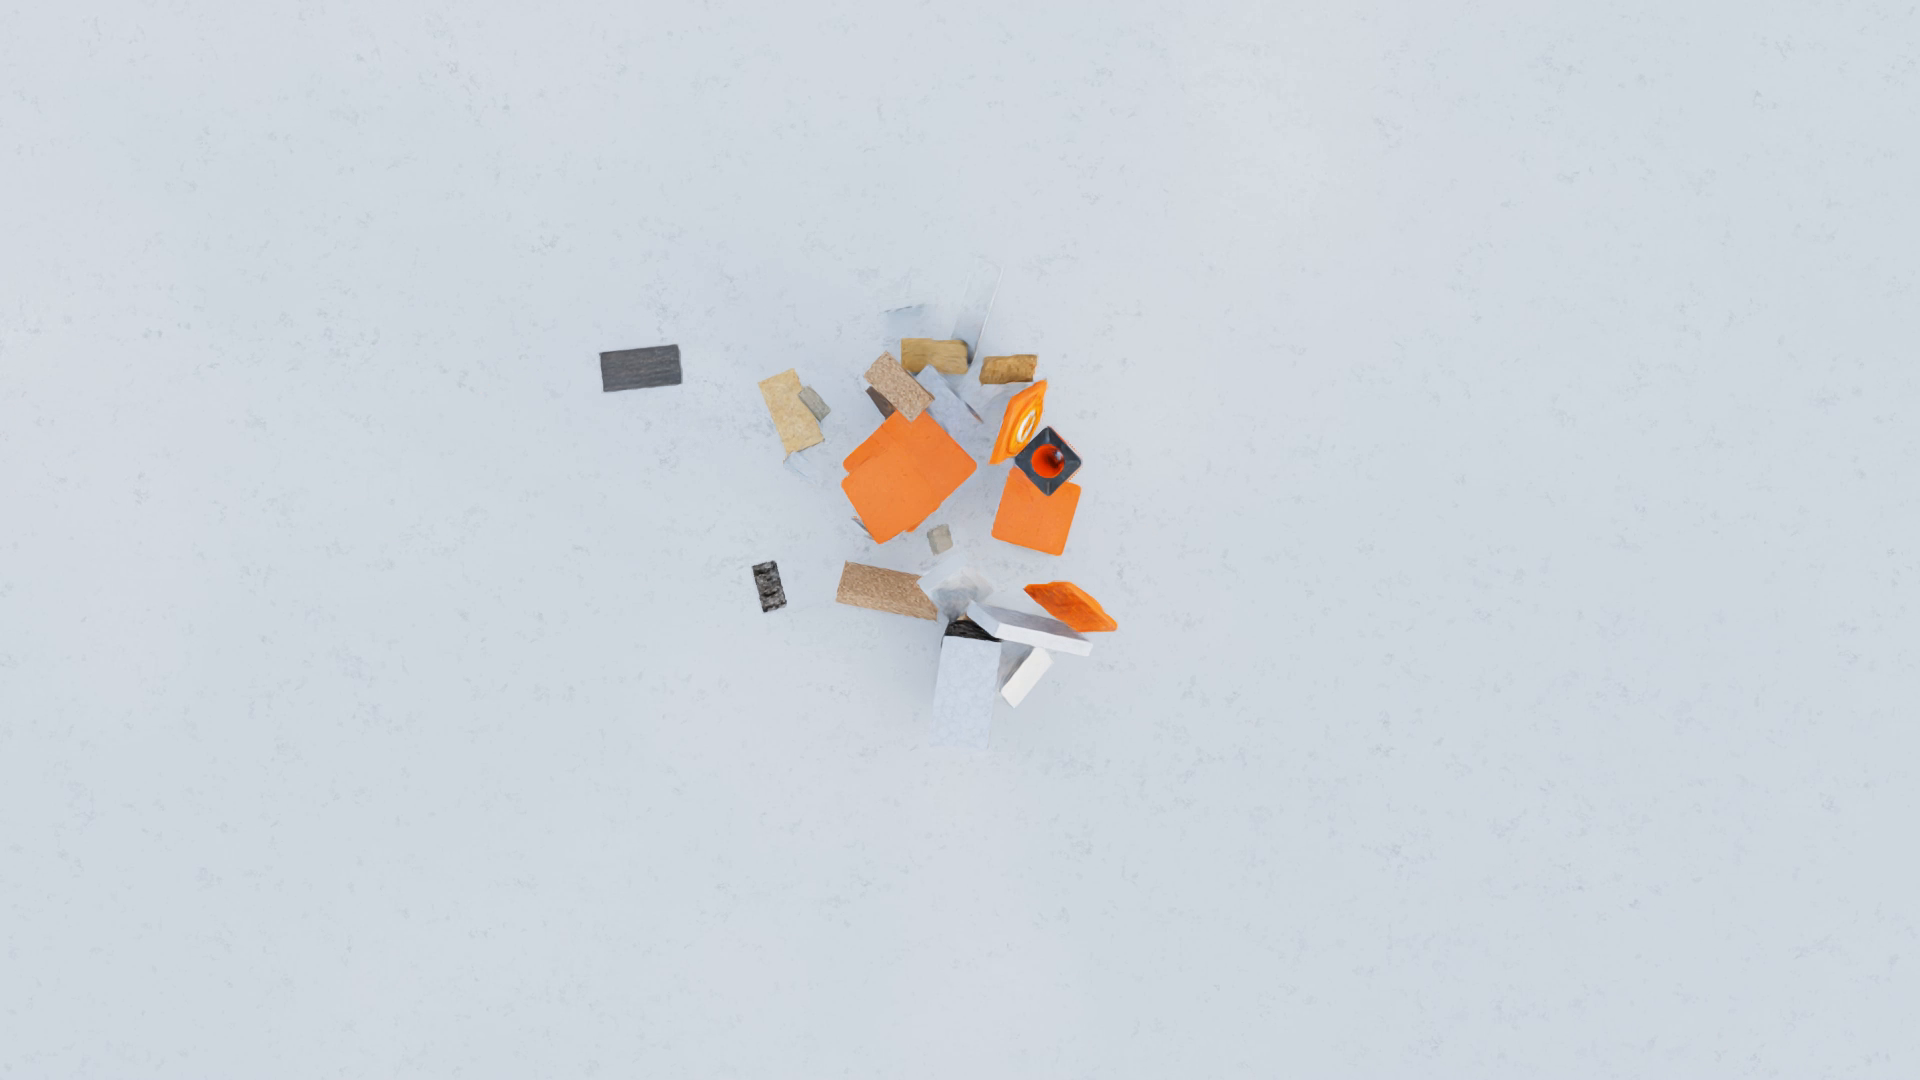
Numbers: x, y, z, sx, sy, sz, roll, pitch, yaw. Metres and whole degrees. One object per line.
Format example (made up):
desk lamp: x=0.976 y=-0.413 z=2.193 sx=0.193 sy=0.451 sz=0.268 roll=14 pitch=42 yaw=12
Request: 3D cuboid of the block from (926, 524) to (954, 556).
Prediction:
block: x=-0.065 y=-0.002 z=5.417 sx=0.023 sy=0.160 sz=0.080 roll=-13 pitch=95 yaw=19

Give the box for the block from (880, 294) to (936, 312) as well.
block: x=-0.173 y=-0.782 z=5.451 sx=0.182 sy=0.091 sz=0.026 roll=-11 pitch=96 yaw=-1

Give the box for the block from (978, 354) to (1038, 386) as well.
block: x=0.156 y=-0.549 z=5.306 sx=0.182 sy=0.026 sz=0.091 roll=-7 pitch=133 yaw=-23

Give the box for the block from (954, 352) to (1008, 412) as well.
block: x=0.069 y=-0.505 z=5.447 sx=0.217 sy=0.031 sz=0.108 roll=-40 pitch=93 yaw=19

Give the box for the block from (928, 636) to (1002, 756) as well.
block: x=0.015 y=0.464 z=4.925 sx=0.176 sy=0.050 sz=0.352 roll=7 pitch=62 yaw=3

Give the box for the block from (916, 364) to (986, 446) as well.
block: x=-0.048 y=-0.446 z=5.456 sx=0.111 sy=0.031 sz=0.272 roll=-41 pitch=93 yaw=24

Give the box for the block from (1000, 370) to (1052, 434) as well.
block: x=0.219 y=-0.455 z=5.443 sx=0.031 sy=0.111 sz=0.221 roll=36 pitch=90 yaw=13

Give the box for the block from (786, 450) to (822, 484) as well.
block: x=-0.518 y=-0.241 z=5.456 sx=0.114 sy=0.016 sz=0.057 roll=34 pitch=53 yaw=-18

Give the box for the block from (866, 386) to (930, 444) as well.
block: x=-0.207 y=-0.439 z=5.485 sx=0.108 sy=0.031 sz=0.217 roll=-35 pitch=90 yaw=0

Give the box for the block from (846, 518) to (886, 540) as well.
block: x=-0.307 y=-0.035 z=5.411 sx=0.080 sy=0.160 sz=0.023 roll=40 pitch=100 yaw=16

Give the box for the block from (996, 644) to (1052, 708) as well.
block: x=0.211 y=0.444 z=5.427 sx=0.209 sy=0.030 sz=0.104 roll=-49 pitch=132 yaw=-16

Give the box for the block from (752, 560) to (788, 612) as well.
block: x=-0.634 y=0.155 z=5.489 sx=0.080 sy=0.023 sz=0.160 roll=-14 pitch=90 yaw=0

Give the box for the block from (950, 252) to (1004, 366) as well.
block: x=0.047 y=-0.740 z=5.331 sx=0.091 sy=0.429 sz=0.026 roll=25 pitch=47 yaw=5

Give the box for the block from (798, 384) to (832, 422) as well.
block: x=-0.482 y=-0.453 z=5.466 sx=0.114 sy=0.016 sz=0.057 roll=50 pitch=56 yaw=-12

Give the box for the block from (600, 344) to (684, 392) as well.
block: x=-1.058 y=-0.570 z=5.482 sx=0.261 sy=0.037 sz=0.131 roll=-6 pitch=90 yaw=0

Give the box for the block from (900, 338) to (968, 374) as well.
block: x=-0.084 y=-0.607 z=5.441 sx=0.217 sy=0.031 sz=0.108 roll=4 pitch=126 yaw=8

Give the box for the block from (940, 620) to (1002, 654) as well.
block: x=0.042 y=0.311 z=5.206 sx=0.176 sy=0.352 sz=0.050 roll=4 pitch=97 yaw=4

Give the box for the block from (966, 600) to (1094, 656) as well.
block: x=0.221 y=0.279 z=5.168 sx=0.393 sy=0.167 sz=0.047 roll=14 pitch=104 yaw=-37

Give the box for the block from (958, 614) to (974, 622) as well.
block: x=0.039 y=0.294 z=5.418 sx=0.104 sy=0.030 sz=0.209 roll=-15 pitch=54 yaw=-11

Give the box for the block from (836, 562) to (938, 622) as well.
block: x=-0.228 y=0.167 z=5.418 sx=0.334 sy=0.167 sz=0.047 roll=11 pitch=125 yaw=0

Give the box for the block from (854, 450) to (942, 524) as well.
block: x=-0.208 y=-0.176 z=5.478 sx=0.261 sy=0.037 sz=0.131 roll=32 pitch=87 yaw=0

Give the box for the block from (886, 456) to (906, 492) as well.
block: x=-0.209 y=-0.213 z=5.366 sx=0.057 sy=0.016 sz=0.114 roll=1 pitch=102 yaw=8

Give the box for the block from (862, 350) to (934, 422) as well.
block: x=-0.200 y=-0.500 z=5.381 sx=0.221 sy=0.031 sz=0.111 roll=44 pitch=102 yaw=-4

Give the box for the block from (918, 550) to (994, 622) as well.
block: x=-0.011 y=0.148 z=5.185 sx=0.167 sy=0.334 sz=0.047 roll=-36 pitch=66 yaw=1

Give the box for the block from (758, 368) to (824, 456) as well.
block: x=-0.561 y=-0.426 z=5.482 sx=0.131 sy=0.037 sz=0.261 roll=-23 pitch=90 yaw=0

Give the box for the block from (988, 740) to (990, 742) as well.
block: x=0.001 y=0.570 z=5.205 sx=0.176 sy=0.590 sz=0.050 roll=2 pitch=90 yaw=0
